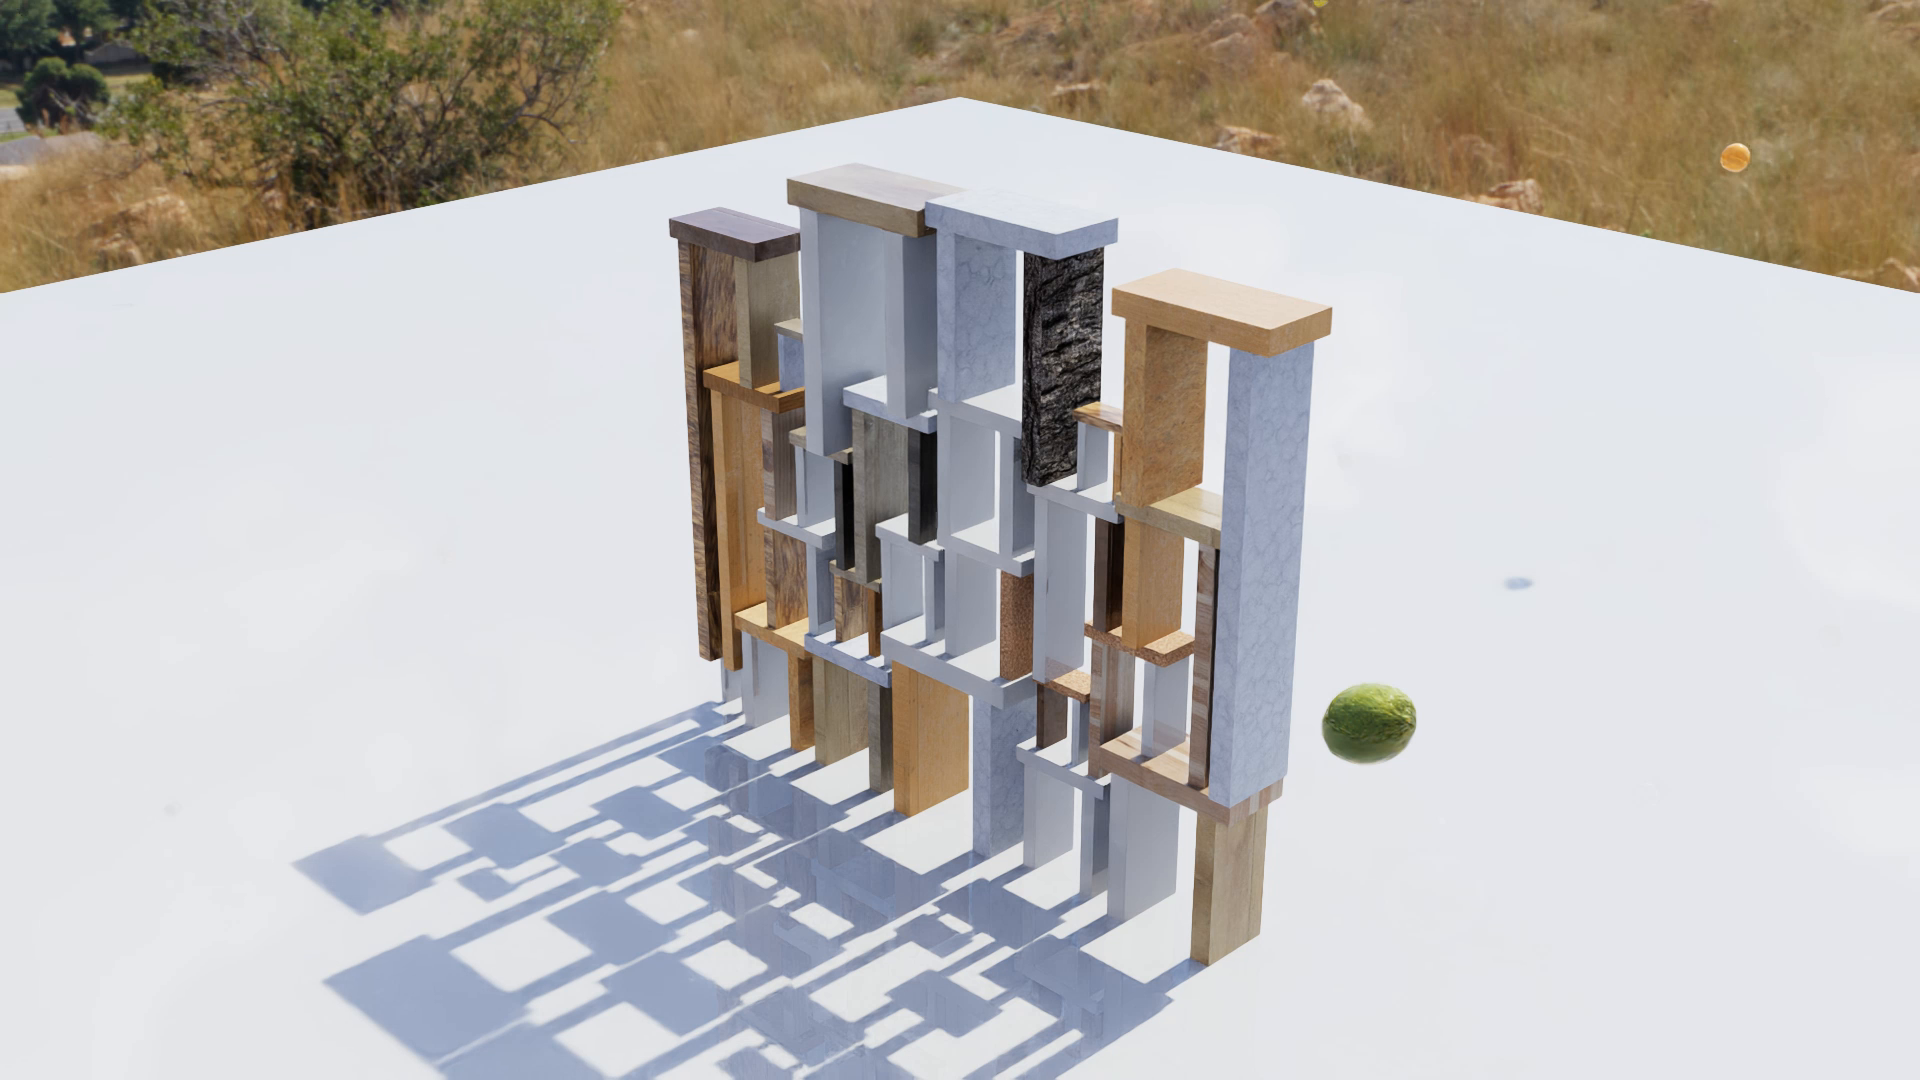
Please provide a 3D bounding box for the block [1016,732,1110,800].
[{"bbox_3d":[0.225,0.421,4.161,0.221,0.031,0.111,21,31,41],"label":"block"}]

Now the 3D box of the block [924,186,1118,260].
[{"bbox_3d":[0.106,-0.562,3.877,0.319,0.045,0.159,21,31,41],"label":"block"}]

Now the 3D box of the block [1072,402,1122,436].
[{"bbox_3d":[0.266,-0.212,3.849,0.126,0.018,0.063,21,31,41],"label":"block"}]

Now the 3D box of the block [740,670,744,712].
[{"bbox_3d":[-0.459,0.326,4.859,0.015,0.104,0.052,21,31,41],"label":"block"}]

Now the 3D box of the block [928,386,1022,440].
[{"bbox_3d":[0.069,-0.245,4.049,0.120,0.034,0.240,-21,31,-40],"label":"block"}]

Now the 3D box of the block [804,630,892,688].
[{"bbox_3d":[-0.190,0.229,4.528,0.253,0.036,0.126,21,31,41],"label":"block"}]

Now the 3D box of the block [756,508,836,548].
[{"bbox_3d":[-0.316,-0.036,4.554,0.202,0.029,0.101,21,31,41],"label":"block"}]

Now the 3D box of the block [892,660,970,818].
[{"bbox_3d":[-0.058,0.375,4.444,0.048,0.338,0.169,21,31,41],"label":"block"}]

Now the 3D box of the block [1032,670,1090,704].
[{"bbox_3d":[0.207,0.266,4.119,0.067,0.019,0.134,-21,31,-41],"label":"block"}]

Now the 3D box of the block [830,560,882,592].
[{"bbox_3d":[-0.188,0.065,4.459,0.149,0.021,0.075,21,31,41],"label":"block"}]

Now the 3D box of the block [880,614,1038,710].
[{"bbox_3d":[0.022,0.229,4.296,0.169,0.048,0.338,-21,31,-40],"label":"block"}]

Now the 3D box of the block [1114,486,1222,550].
[{"bbox_3d":[0.398,-0.047,3.768,0.123,0.035,0.246,-22,31,-40],"label":"block"}]

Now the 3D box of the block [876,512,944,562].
[{"bbox_3d":[-0.072,-0.006,4.298,0.089,0.025,0.178,-21,31,-40],"label":"block"}]

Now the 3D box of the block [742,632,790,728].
[{"bbox_3d":[-0.418,0.287,4.795,0.032,0.226,0.113,21,31,41],"label":"block"}]

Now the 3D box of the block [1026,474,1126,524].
[{"bbox_3d":[0.236,-0.086,3.938,0.217,0.031,0.108,21,31,41],"label":"block"}]

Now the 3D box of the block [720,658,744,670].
[{"bbox_3d":[-0.484,0.262,4.859,0.052,0.015,0.103,-21,31,-41],"label":"block"}]

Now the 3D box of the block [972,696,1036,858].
[{"bbox_3d":[0.101,0.437,4.298,0.169,0.337,0.048,-21,31,-41],"label":"block"}]

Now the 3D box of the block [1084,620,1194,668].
[{"bbox_3d":[0.325,0.174,3.953,0.094,0.027,0.188,-21,31,-41],"label":"block"}]

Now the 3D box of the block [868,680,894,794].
[{"bbox_3d":[-0.130,0.385,4.529,0.036,0.253,0.126,21,31,41],"label":"block"}]

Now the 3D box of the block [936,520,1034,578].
[{"bbox_3d":[0.073,0.010,4.147,0.220,0.031,0.110,21,31,40],"label":"block"}]

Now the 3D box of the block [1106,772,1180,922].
[{"bbox_3d":[0.342,0.546,4.087,0.043,0.301,0.151,21,31,41],"label":"block"}]

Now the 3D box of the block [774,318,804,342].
[{"bbox_3d":[-0.309,-0.415,4.380,0.060,0.017,0.120,-21,31,-40],"label":"block"}]

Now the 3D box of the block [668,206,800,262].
[{"bbox_3d":[-0.451,-0.619,4.447,0.135,0.038,0.271,-22,31,-40],"label":"block"}]

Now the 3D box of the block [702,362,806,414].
[{"bbox_3d":[-0.405,-0.318,4.523,0.240,0.034,0.120,21,31,41],"label":"block"}]

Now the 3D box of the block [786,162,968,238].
[{"bbox_3d":[-0.140,-0.636,4.101,0.352,0.050,0.176,21,31,40],"label":"block"}]

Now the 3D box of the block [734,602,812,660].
[{"bbox_3d":[-0.365,0.189,4.695,0.226,0.032,0.113,21,31,41],"label":"block"}]

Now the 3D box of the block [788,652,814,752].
[{"bbox_3d":[-0.312,0.329,4.697,0.032,0.226,0.113,21,31,41],"label":"block"}]

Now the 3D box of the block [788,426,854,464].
[{"bbox_3d":[-0.253,-0.196,4.415,0.175,0.025,0.087,21,31,41],"label":"block"}]

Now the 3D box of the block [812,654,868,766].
[{"bbox_3d":[-0.249,0.339,4.639,0.036,0.253,0.126,21,31,41],"label":"block"}]

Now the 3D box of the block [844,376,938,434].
[{"bbox_3d":[-0.102,-0.262,4.227,0.235,0.033,0.117,21,31,40],"label":"block"}]

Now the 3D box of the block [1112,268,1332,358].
[{"bbox_3d":[0.425,-0.375,3.597,0.328,0.046,0.164,21,31,40],"label":"block"}]

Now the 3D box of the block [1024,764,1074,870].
[{"bbox_3d":[0.173,0.517,4.259,0.031,0.221,0.111,21,31,41],"label":"block"}]

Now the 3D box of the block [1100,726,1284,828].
[{"bbox_3d":[0.414,0.416,3.954,0.301,0.043,0.151,22,31,40],"label":"block"}]

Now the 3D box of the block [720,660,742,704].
[{"bbox_3d":[-0.508,0.307,4.904,0.015,0.103,0.052,21,31,41],"label":"block"}]

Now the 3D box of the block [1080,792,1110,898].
[{"bbox_3d":[0.277,0.558,4.163,0.031,0.221,0.111,21,31,41],"label":"block"}]
